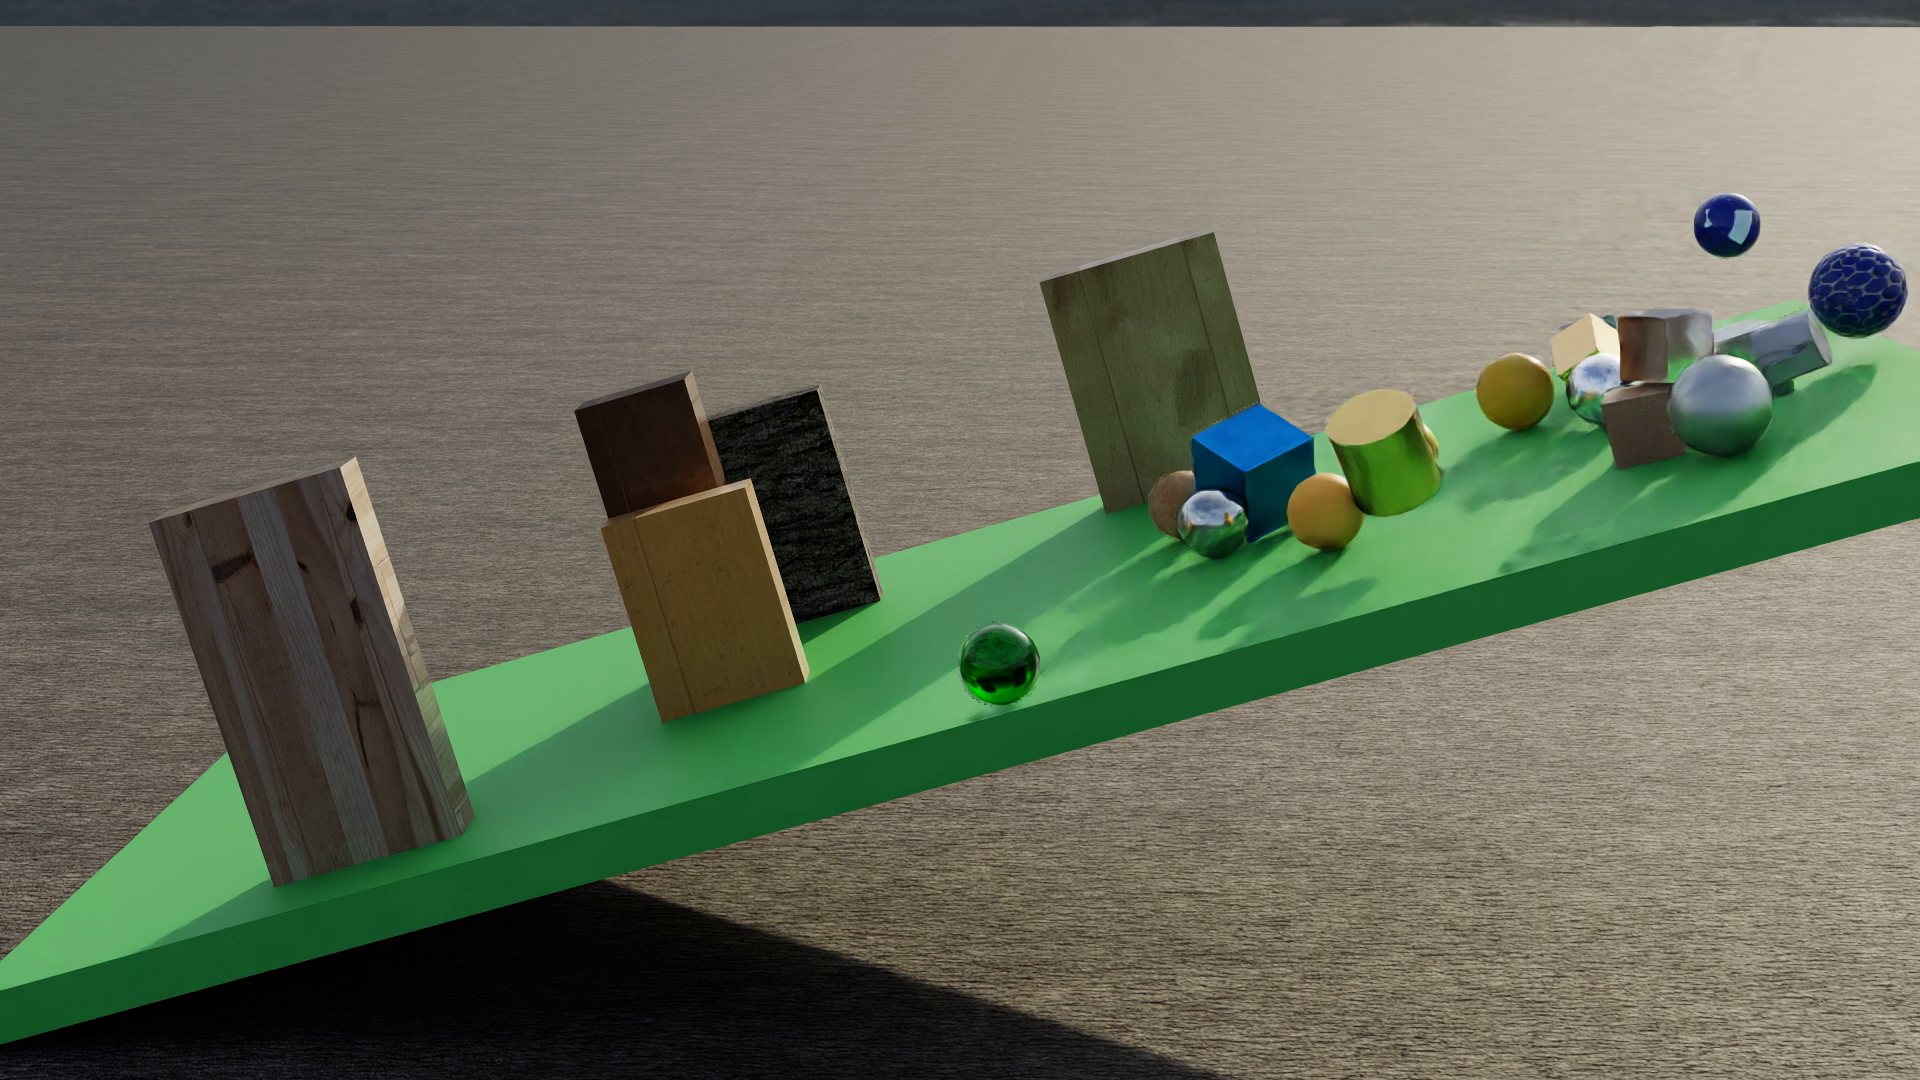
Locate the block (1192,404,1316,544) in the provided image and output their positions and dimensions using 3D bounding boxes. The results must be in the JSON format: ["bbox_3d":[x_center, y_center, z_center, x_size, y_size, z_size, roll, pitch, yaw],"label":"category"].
[{"bbox_3d":[0.623,-0.142,6.219,0.181,0.181,0.181,-26,39,-23],"label":"block"}]

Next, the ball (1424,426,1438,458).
[{"bbox_3d":[0.962,-0.193,6.325,0.130,0.130,0.130,0,11,0],"label":"ball"}]

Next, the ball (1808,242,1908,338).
[{"bbox_3d":[1.899,-0.527,6.222,0.202,0.202,0.202,0,11,0],"label":"ball"}]

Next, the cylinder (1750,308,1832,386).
[{"bbox_3d":[1.651,-0.382,5.843,0.118,0.118,0.118,-22,-1,29],"label":"cylinder"}]

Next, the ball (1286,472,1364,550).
[{"bbox_3d":[0.729,-0.056,5.869,0.155,0.155,0.155,0,11,0],"label":"ball"}]

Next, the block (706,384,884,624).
[{"bbox_3d":[-0.418,-0.064,6.771,0.347,0.507,0.104,-16,10,5],"label":"block"}]

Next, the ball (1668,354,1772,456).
[{"bbox_3d":[1.464,-0.259,5.663,0.195,0.195,0.195,0,11,0],"label":"ball"}]

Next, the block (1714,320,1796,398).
[{"bbox_3d":[1.625,-0.365,6.133,0.147,0.147,0.147,-18,10,-7],"label":"block"}]

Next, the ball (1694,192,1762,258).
[{"bbox_3d":[1.647,-0.676,6.313,0.142,0.142,0.142,0,11,0],"label":"ball"}]

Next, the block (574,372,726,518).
[{"bbox_3d":[-0.610,-0.013,6.372,0.246,0.652,0.140,-16,10,5],"label":"block"}]

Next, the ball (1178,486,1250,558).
[{"bbox_3d":[0.527,-0.036,6.111,0.148,0.148,0.148,0,11,0],"label":"ball"}]

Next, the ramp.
[{"bbox_3d":[0.089,0.187,6.321,4.000,0.100,2.000,-16,10,5],"label":"ramp"}]

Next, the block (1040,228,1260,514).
[{"bbox_3d":[0.471,-0.401,6.987,0.424,0.574,0.118,-16,10,5],"label":"block"}]

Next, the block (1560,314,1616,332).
[{"bbox_3d":[1.454,-0.436,6.771,0.122,0.122,0.122,-11,-9,9],"label":"block"}]

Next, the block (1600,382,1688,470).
[{"bbox_3d":[1.367,-0.233,5.859,0.134,0.134,0.134,-12,11,22],"label":"block"}]

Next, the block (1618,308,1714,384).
[{"bbox_3d":[1.409,-0.388,5.868,0.129,0.129,0.129,-11,11,-32],"label":"block"}]

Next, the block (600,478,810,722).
[{"bbox_3d":[-0.529,0.126,6.128,0.312,0.428,0.113,-16,10,5],"label":"block"}]

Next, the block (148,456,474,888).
[{"bbox_3d":[-1.240,0.255,5.652,0.382,0.743,0.130,-16,10,5],"label":"block"}]

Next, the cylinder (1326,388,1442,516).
[{"bbox_3d":[0.827,-0.171,5.733,0.178,0.178,0.178,-19,33,12],"label":"cylinder"}]

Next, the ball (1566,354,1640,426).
[{"bbox_3d":[1.373,-0.320,6.275,0.156,0.156,0.156,0,11,0],"label":"ball"}]

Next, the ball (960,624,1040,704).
[{"bbox_3d":[0.073,0.227,5.387,0.149,0.149,0.149,0,11,0],"label":"ball"}]

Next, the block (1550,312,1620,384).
[{"bbox_3d":[1.382,-0.404,6.447,0.113,0.113,0.113,29,-48,-30],"label":"block"}]

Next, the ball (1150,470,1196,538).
[{"bbox_3d":[0.488,-0.077,6.404,0.149,0.149,0.149,0,11,0],"label":"ball"}]

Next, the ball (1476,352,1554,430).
[{"bbox_3d":[1.231,-0.329,6.516,0.171,0.171,0.171,0,11,0],"label":"ball"}]
